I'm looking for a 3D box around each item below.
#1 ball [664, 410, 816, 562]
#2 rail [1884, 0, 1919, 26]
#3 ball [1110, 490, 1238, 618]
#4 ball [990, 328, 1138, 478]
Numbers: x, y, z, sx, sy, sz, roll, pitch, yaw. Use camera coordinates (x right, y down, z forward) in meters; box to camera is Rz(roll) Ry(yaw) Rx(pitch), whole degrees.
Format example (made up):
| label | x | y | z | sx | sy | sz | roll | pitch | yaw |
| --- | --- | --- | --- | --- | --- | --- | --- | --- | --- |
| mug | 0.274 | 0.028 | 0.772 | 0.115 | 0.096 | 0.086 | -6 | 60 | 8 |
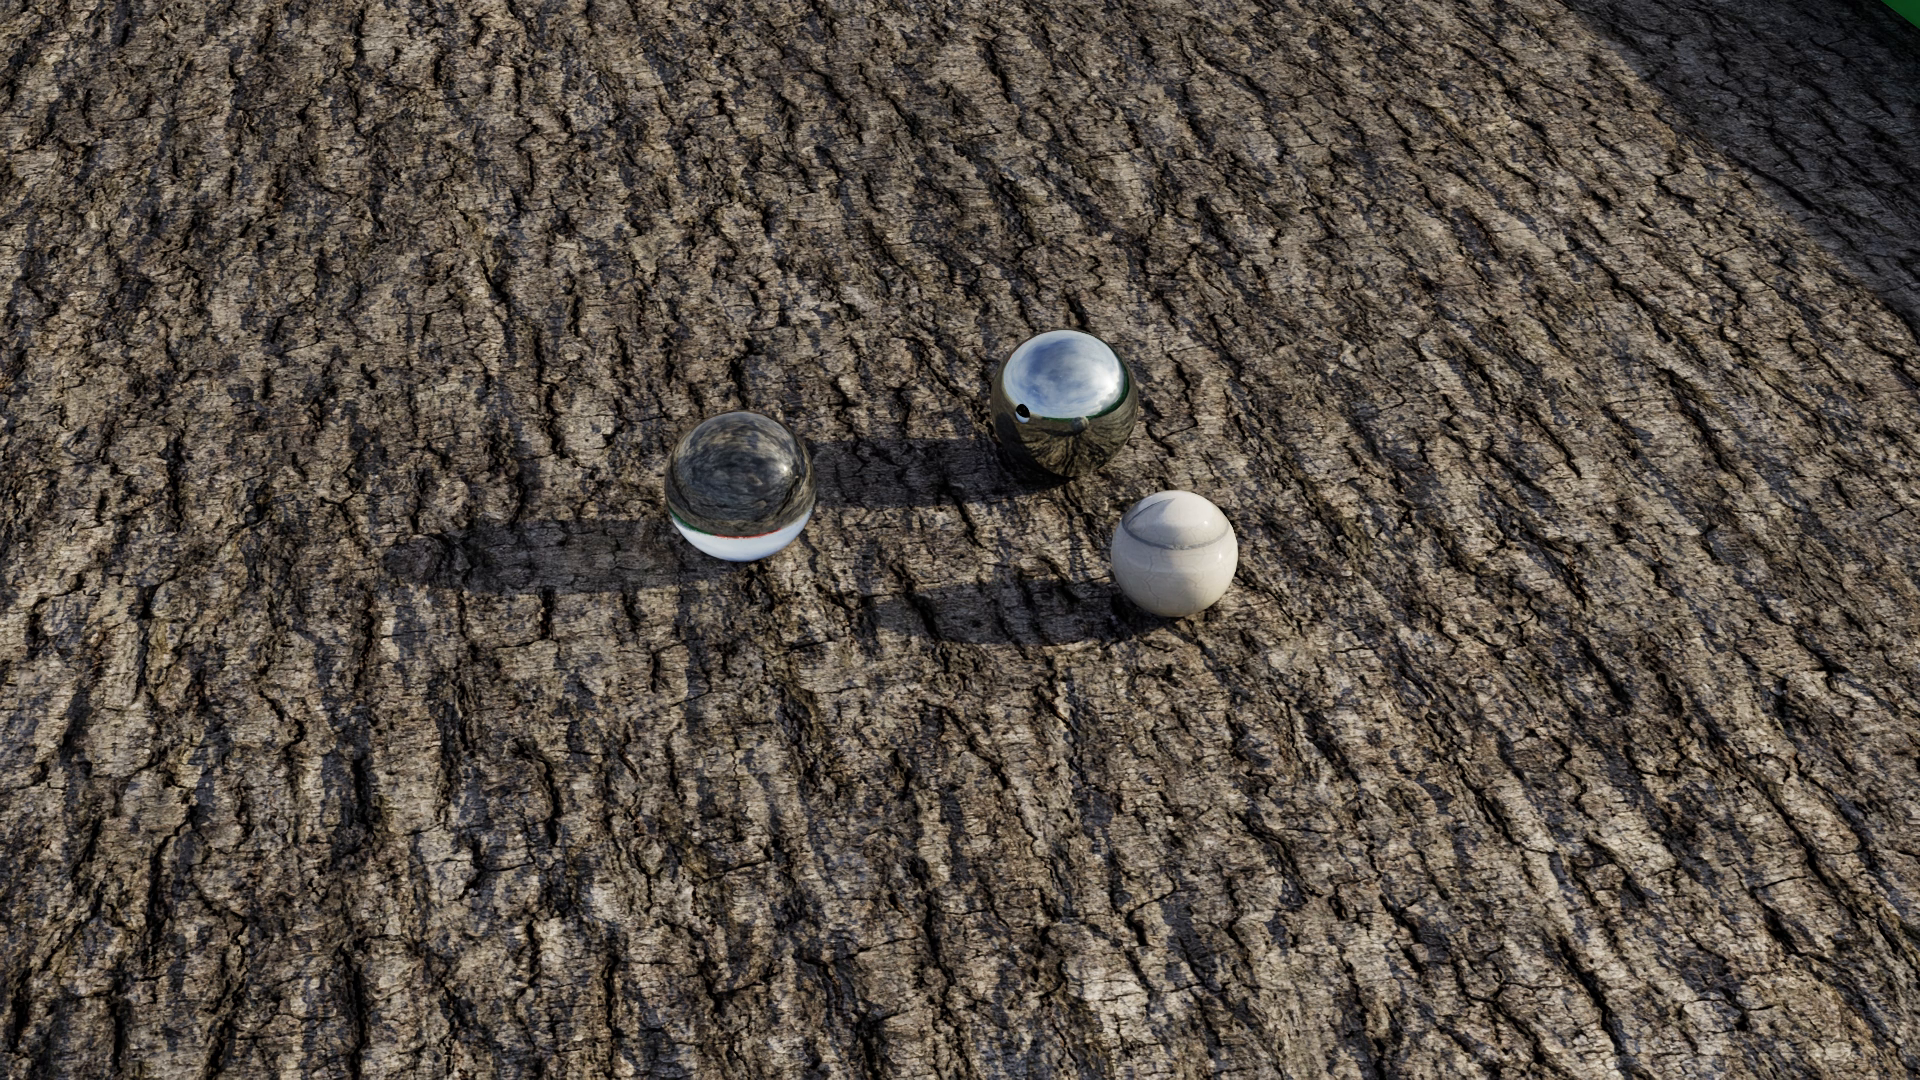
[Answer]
| label | x | y | z | sx | sy | sz | roll | pitch | yaw |
| --- | --- | --- | --- | --- | --- | --- | --- | --- | --- |
| ball | -0.131 | -0.032 | 1.758 | 0.091 | 0.091 | 0.091 | 0 | 30 | 0 |
| rail | 0.797 | -0.571 | 2.674 | 0.045 | 0.122 | 3.822 | -5 | 30 | -9 |
| ball | 0.124 | 0.008 | 1.705 | 0.074 | 0.074 | 0.074 | 0 | 30 | 0 |
| ball | 0.066 | -0.086 | 1.851 | 0.094 | 0.094 | 0.094 | 0 | 30 | 0 |
